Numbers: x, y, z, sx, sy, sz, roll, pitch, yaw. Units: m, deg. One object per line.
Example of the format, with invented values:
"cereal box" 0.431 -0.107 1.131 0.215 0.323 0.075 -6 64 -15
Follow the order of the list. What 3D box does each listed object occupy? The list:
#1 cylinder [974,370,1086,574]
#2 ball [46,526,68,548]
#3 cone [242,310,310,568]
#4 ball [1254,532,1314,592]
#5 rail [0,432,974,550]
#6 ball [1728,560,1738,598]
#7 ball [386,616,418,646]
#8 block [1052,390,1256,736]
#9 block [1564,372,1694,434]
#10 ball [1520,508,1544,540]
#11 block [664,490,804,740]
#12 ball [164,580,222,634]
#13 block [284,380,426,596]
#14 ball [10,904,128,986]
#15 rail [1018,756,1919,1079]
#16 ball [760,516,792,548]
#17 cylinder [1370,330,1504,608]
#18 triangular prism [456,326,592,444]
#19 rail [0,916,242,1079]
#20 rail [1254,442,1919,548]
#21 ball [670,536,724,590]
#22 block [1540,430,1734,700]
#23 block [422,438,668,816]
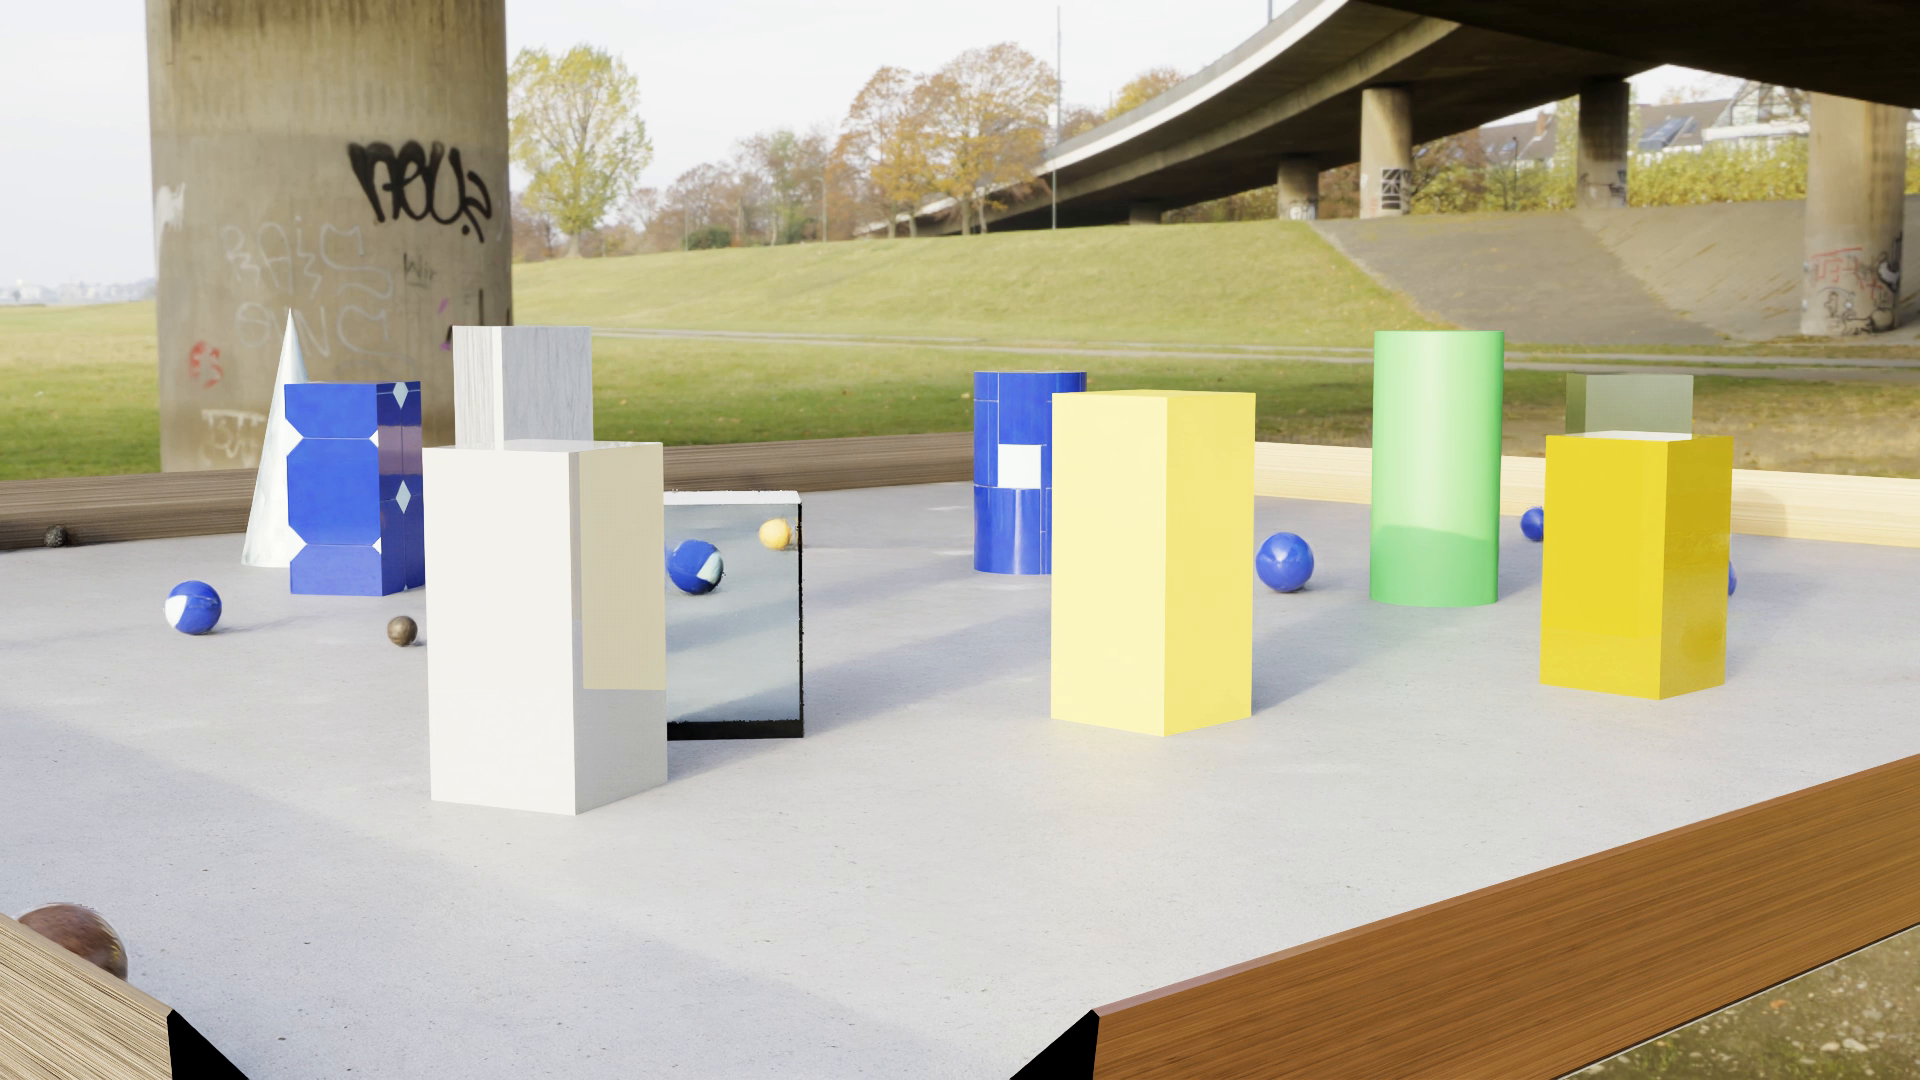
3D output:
"cylinder" 0.120 -0.120 3.778 0.194 0.339 0.194 0 6 0
"ball" -1.689 -0.005 4.114 0.040 0.040 0.040 0 6 0
"cone" -1.176 -0.186 3.884 0.194 0.448 0.194 0 6 0
"ball" 0.512 0.035 3.467 0.094 0.094 0.094 0 6 0
"rail" -1.179 -0.101 4.602 3.702 0.126 0.045 -6 8 -42
"ball" 1.130 0.057 3.318 0.083 0.083 0.083 0 6 0
"ball" -0.739 0.121 2.915 0.040 0.040 0.040 0 6 0
"block" 0.209 0.018 2.389 0.155 0.354 0.155 6 8 43
"block" 1.015 -0.080 3.357 0.155 0.347 0.155 0 6 5
"ball" 1.113 -0.030 4.238 0.064 0.064 0.064 0 6 0
"block" -0.249 0.077 2.346 0.155 0.246 0.155 -1 6 -6
"ball" -1.051 0.092 3.015 0.075 0.075 0.075 0 6 0
"block" -0.959 -0.085 3.492 0.155 0.329 0.155 1 6 11
"ball" -0.551 0.264 1.338 0.085 0.085 0.085 0 6 0
"rail" 1.179 0.166 2.062 3.702 0.126 0.045 -6 8 -42
"ball" -0.345 -0.015 4.111 0.060 0.060 0.060 0 6 0
"cylinder" 0.730 -0.114 3.373 0.194 0.411 0.194 0 6 0
"triangular prism" -0.562 -0.050 2.706 0.145 0.424 0.168 4 7 31
"rail" -1.343 0.162 2.100 0.045 0.126 3.523 -6 8 -42
"rail" 1.343 -0.097 4.564 0.045 0.126 3.523 -6 8 -42
"ball" -0.418 0.037 3.489 0.087 0.087 0.087 0 6 0
"block" 0.801 0.024 2.605 0.155 0.296 0.155 -6 8 -44
"block" -0.379 0.073 2.025 0.155 0.321 0.155 3 7 24
